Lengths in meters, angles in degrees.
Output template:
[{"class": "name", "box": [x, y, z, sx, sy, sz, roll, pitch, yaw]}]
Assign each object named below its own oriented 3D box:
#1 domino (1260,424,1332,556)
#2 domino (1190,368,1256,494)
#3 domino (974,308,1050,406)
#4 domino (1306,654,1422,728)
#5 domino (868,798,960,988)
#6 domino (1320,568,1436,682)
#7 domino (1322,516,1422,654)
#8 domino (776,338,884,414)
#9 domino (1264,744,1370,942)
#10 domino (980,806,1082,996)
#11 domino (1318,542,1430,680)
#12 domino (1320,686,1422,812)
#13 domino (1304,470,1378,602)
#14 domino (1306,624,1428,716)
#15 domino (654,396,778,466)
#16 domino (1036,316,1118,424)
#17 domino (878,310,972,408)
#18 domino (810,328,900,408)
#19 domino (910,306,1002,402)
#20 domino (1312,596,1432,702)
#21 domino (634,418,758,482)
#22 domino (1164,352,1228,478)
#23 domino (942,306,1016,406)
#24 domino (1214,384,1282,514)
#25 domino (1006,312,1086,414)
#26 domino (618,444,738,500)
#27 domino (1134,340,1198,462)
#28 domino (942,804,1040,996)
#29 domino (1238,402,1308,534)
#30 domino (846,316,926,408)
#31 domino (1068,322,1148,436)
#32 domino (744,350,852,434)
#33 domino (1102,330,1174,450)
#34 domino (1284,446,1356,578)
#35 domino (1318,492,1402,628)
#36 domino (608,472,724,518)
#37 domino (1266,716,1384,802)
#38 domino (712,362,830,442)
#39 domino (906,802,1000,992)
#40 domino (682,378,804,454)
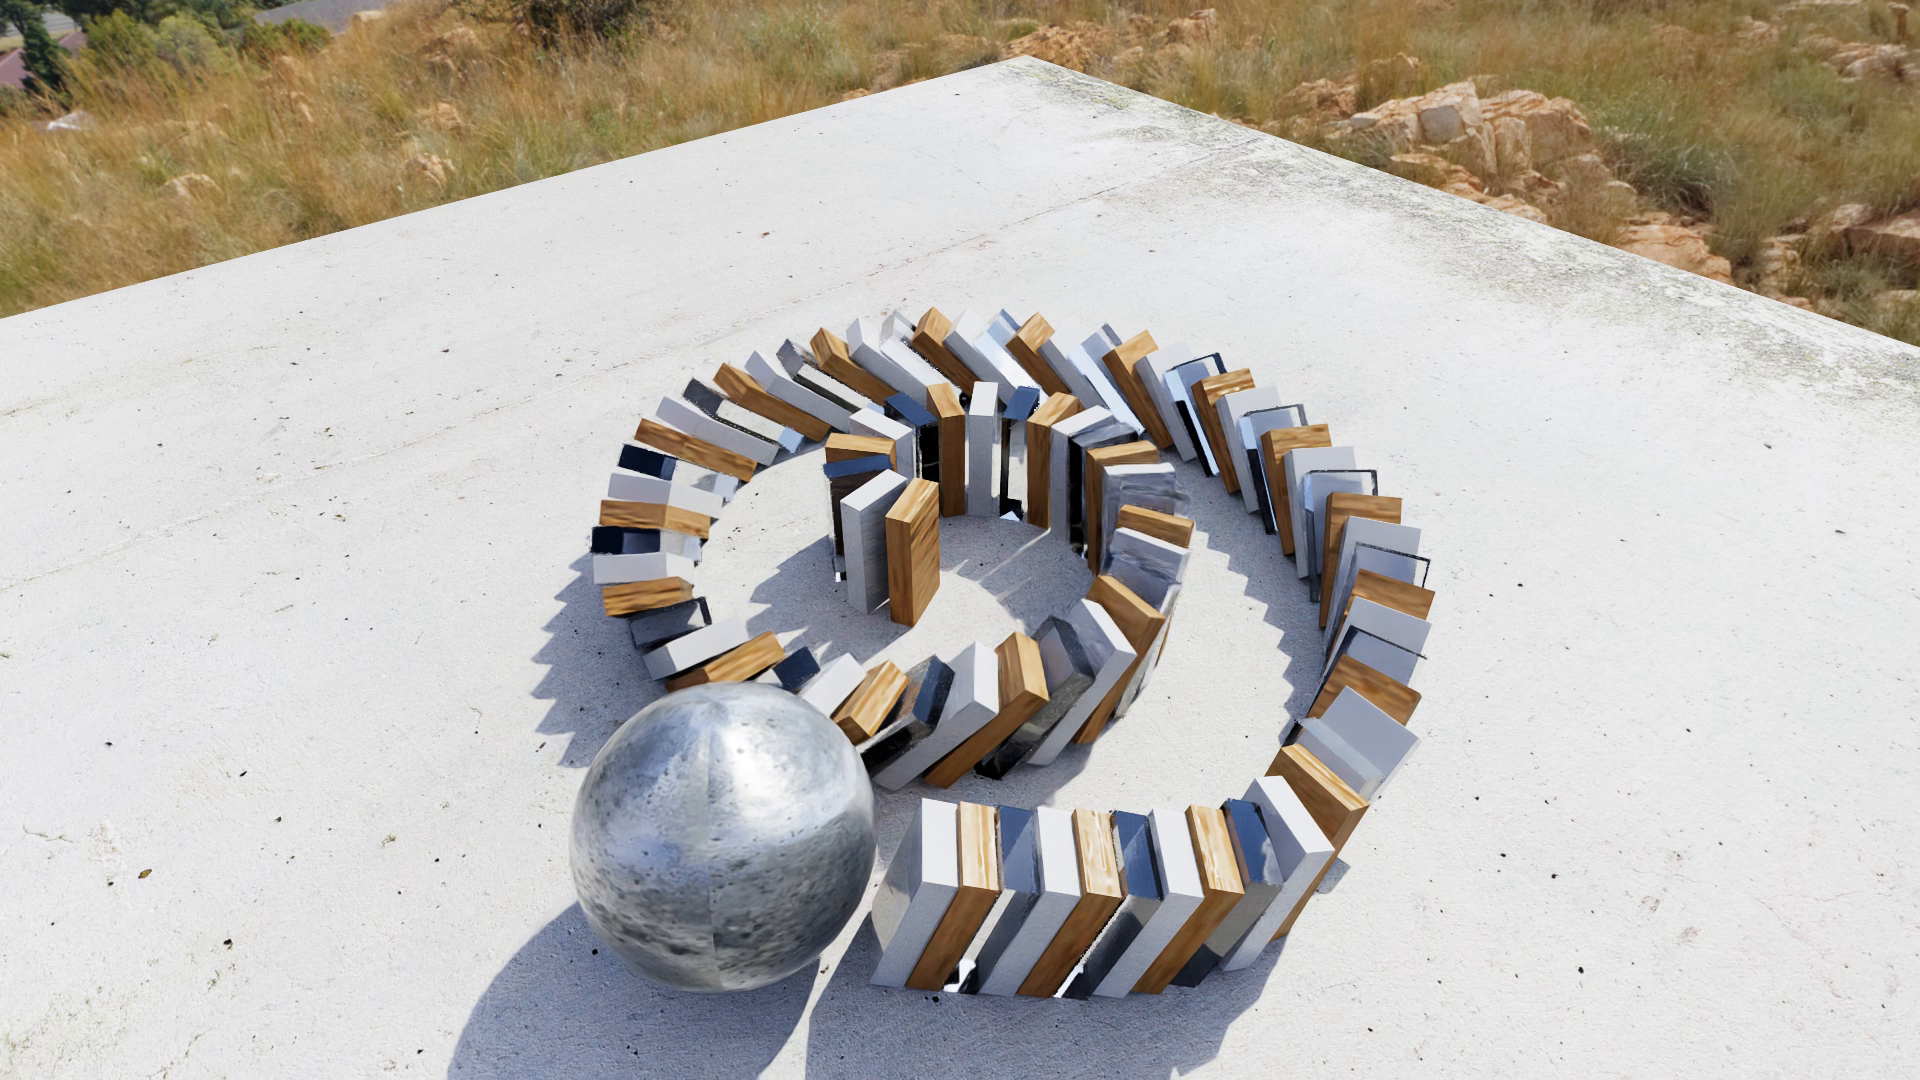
[{"class": "domino", "box": [0.140, -0.020, 0.444, 0.025, 0.009, 0.050, -7, 81, -9]}, {"class": "domino", "box": [0.121, -0.047, 0.477, 0.025, 0.010, 0.050, -16, 84, -20]}, {"class": "domino", "box": [0.031, -0.084, 0.521, 0.050, 0.010, 0.025, 44, 41, -14]}, {"class": "domino", "box": [0.119, 0.064, 0.341, 0.025, 0.009, 0.050, 30, 89, 30]}, {"class": "domino", "box": [-0.013, 0.095, 0.295, 0.010, 0.050, 0.025, 13, 38, -13]}, {"class": "domino", "box": [0.140, 0.038, 0.373, 0.025, 0.010, 0.050, 19, 85, 20]}, {"class": "domino", "box": [0.148, 0.019, 0.396, 0.025, 0.010, 0.050, 11, 83, 12]}, {"class": "domino", "box": [-0.059, -0.073, 0.508, 0.050, 0.009, 0.025, 26, 20, -42]}, {"class": "domino", "box": [0.091, 0.085, 0.308, 0.009, 0.050, 0.025, -2, 33, -39]}, {"class": "domino", "box": [0.017, 0.097, 0.293, 0.010, 0.050, 0.025, 13, 38, -13]}, {"class": "domino", "box": [0.145, 0.028, 0.384, 0.025, 0.010, 0.050, 15, 83, 16]}, {"class": "domino", "box": [0.112, 0.072, 0.331, 0.025, 0.009, 0.050, 39, 94, 33]}, {"class": "domino", "box": [0.147, -0.001, 0.421, 0.025, 0.009, 0.050, 0, 82, 0]}, {"class": "domino", "box": [0.126, 0.055, 0.352, 0.025, 0.010, 0.050, 25, 87, 28]}, {"class": "domino", "box": [-0.104, -0.047, 0.475, 0.025, 0.009, 0.050, 29, 4, 31]}, {"class": "domino", "box": [0.060, -0.078, 0.514, 0.050, 0.010, 0.025, 49, 47, -8]}, {"class": "domino", "box": [-0.016, -0.085, 0.522, 0.050, 0.010, 0.025, 36, 31, -25]}, {"class": "domino", "box": [-0.046, -0.078, 0.514, 0.050, 0.010, 0.025, 28, 23, -37]}, {"class": "domino", "box": [0.000, -0.086, 0.524, 0.050, 0.010, 0.025, 40, 35, -19]}, {"class": "domino", "box": [0.134, 0.047, 0.362, 0.025, 0.010, 0.050, 22, 86, 24]}, {"class": "domino", "box": [-0.111, -0.038, 0.464, 0.025, 0.009, 0.050, 21, 0, 24]}, {"class": "domino", "box": [0.112, -0.056, 0.487, 0.025, 0.010, 0.050, -20, 85, -24]}, {"class": "domino", "box": [0.016, -0.085, 0.523, 0.050, 0.010, 0.025, 42, 38, -16]}, {"class": "domino", "box": [0.128, -0.039, 0.466, 0.025, 0.009, 0.050, -13, 83, -16]}, {"class": "domino", "box": [0.046, -0.081, 0.518, 0.050, 0.010, 0.025, 47, 44, -11]}, {"class": "domino", "box": [-0.115, -0.028, 0.452, 0.025, 0.009, 0.050, 15, -2, 17]}, {"class": "domino", "box": [0.101, -0.063, 0.495, 0.025, 0.010, 0.050, -26, 88, -29]}, {"class": "domino", "box": [0.007, 0.097, 0.293, 0.010, 0.050, 0.025, 13, 38, -13]}, {"class": "domino", "box": [0.135, -0.030, 0.455, 0.025, 0.009, 0.050, -10, 82, -12]}, {"class": "domino", "box": [-0.031, -0.082, 0.519, 0.050, 0.010, 0.025, 33, 26, -32]}, {"class": "domino", "box": [0.074, -0.073, 0.509, 0.050, 0.009, 0.025, 52, 50, -6]}, {"class": "domino", "box": [-0.072, -0.067, 0.501, 0.050, 0.010, 0.025, 24, 17, -46]}, {"class": "domino", "box": [0.088, -0.069, 0.502, 0.025, 0.010, 0.050, -34, 93, -35]}, {"class": "domino", "box": [0.144, -0.011, 0.433, 0.025, 0.009, 0.050, -4, 81, -4]}, {"class": "domino", "box": [0.149, 0.009, 0.408, 0.025, 0.009, 0.050, 5, 82, 6]}, {"class": "domino", "box": [-0.117, -0.017, 0.440, 0.025, 0.010, 0.050, 9, -3, 11]}, {"class": "domino", "box": [0.097, 0.079, 0.315, 0.009, 0.050, 0.025, -2, 34, -40]}, {"class": "domino", "box": [-0.084, -0.061, 0.493, 0.050, 0.010, 0.025, 23, 14, -49]}, {"class": "domino", "box": [-0.003, 0.096, 0.294, 0.010, 0.050, 0.025, 13, 38, -13]}, {"class": "domino", "box": [-0.095, -0.055, 0.485, 0.025, 0.010, 0.050, 35, 8, 36]}]
